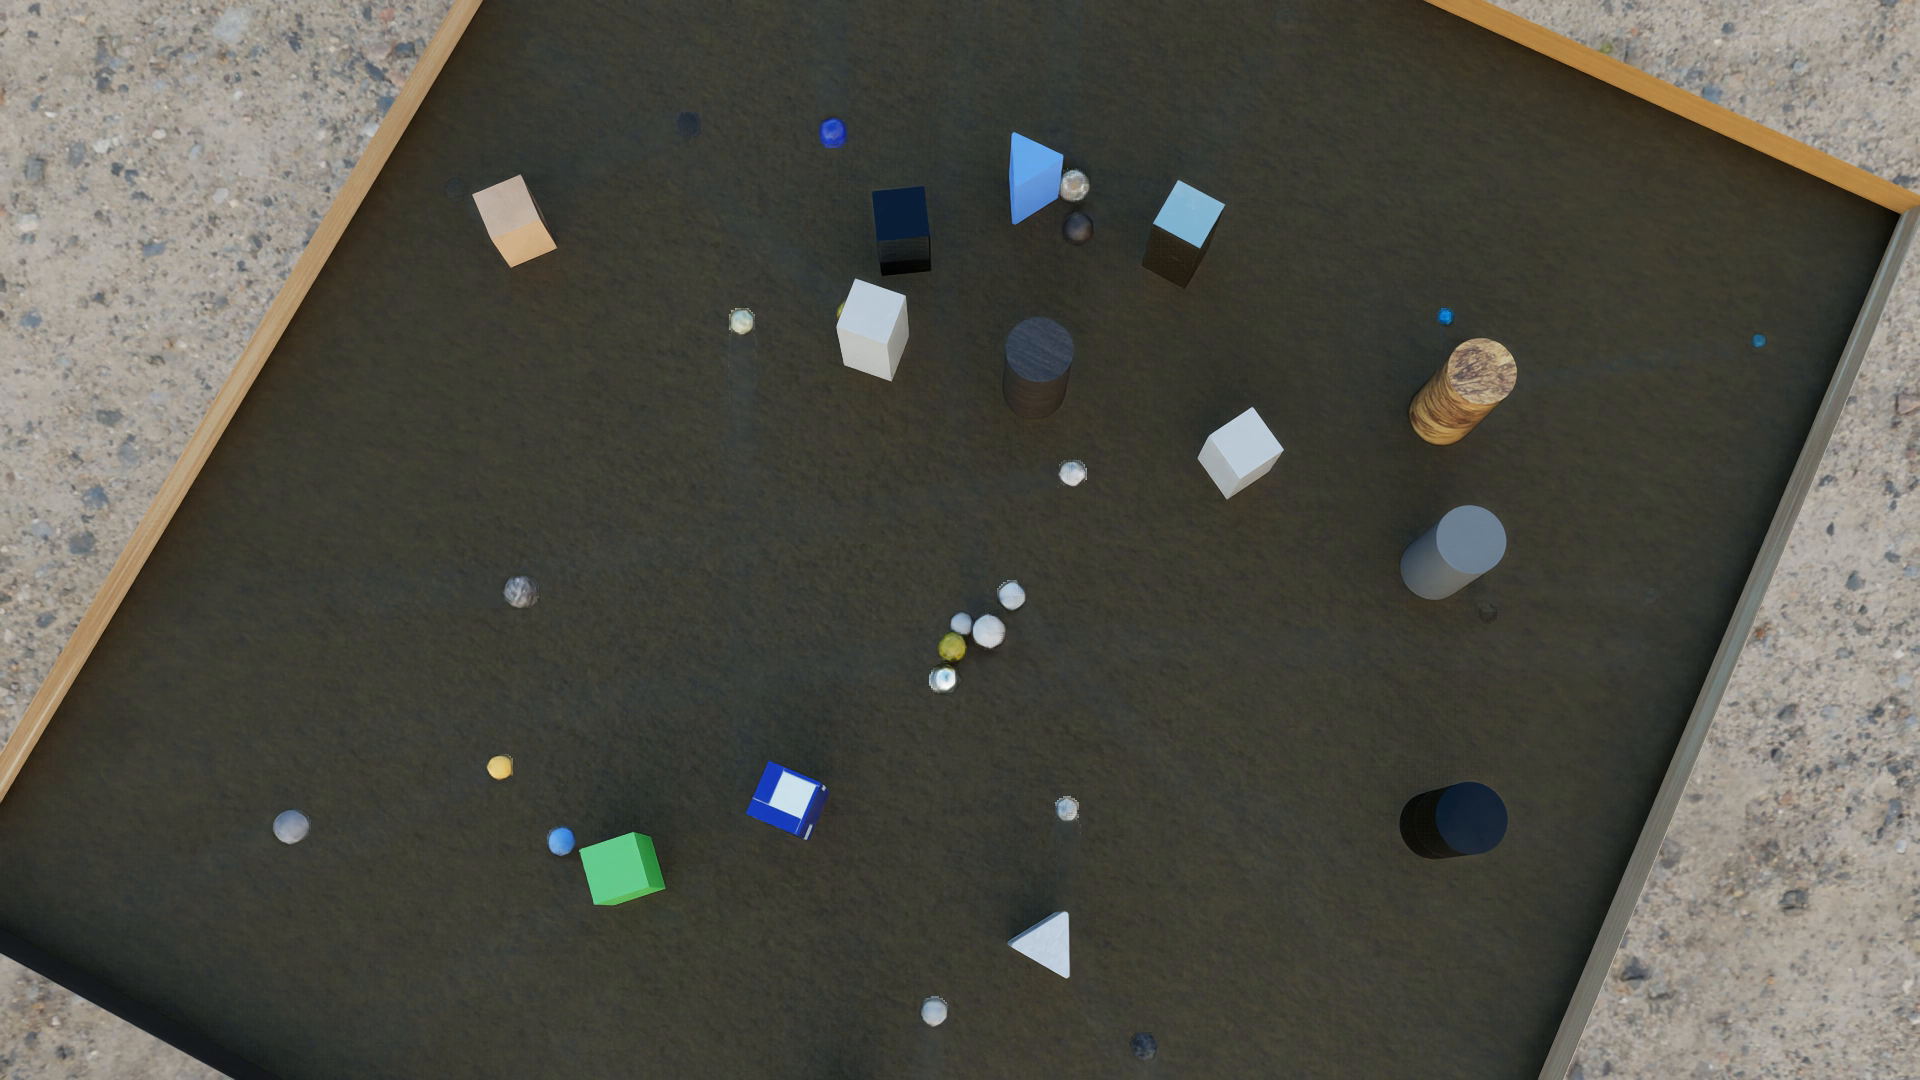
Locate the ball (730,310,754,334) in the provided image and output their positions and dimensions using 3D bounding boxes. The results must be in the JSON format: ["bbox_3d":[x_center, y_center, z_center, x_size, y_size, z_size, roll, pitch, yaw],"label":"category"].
[{"bbox_3d":[-0.680,-0.681,5.720,0.074,0.074,0.074,0,78,0],"label":"ball"}]

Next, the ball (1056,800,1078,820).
[{"bbox_3d":[0.317,0.798,5.419,0.063,0.063,0.063,0,78,0],"label":"ball"}]

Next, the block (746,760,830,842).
[{"bbox_3d":[-0.490,0.754,5.271,0.158,0.371,0.158,22,79,4],"label":"block"}]

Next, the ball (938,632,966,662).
[{"bbox_3d":[-0.025,0.322,5.506,0.087,0.087,0.087,0,78,0],"label":"ball"}]

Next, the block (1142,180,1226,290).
[{"bbox_3d":[0.681,-0.933,5.626,0.158,0.360,0.158,29,80,6],"label":"block"}]

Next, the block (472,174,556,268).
[{"bbox_3d":[-1.381,-0.989,5.695,0.158,0.247,0.158,-24,79,-5],"label":"block"}]

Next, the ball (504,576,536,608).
[{"bbox_3d":[-1.328,0.155,5.535,0.097,0.097,0.097,0,78,0],"label":"ball"}]

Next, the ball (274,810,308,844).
[{"bbox_3d":[-1.969,0.844,5.392,0.098,0.098,0.098,0,78,0],"label":"ball"}]

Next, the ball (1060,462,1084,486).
[{"bbox_3d":[0.344,-0.204,5.620,0.076,0.076,0.076,0,78,0],"label":"ball"}]

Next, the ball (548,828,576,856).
[{"bbox_3d":[-1.172,0.888,5.393,0.078,0.078,0.078,0,78,0],"label":"ball"}]

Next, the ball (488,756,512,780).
[{"bbox_3d":[-1.366,0.675,5.441,0.070,0.070,0.070,0,78,0],"label":"ball"}]

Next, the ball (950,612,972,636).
[{"bbox_3d":[0.004,0.254,5.529,0.069,0.069,0.069,0,78,0],"label":"ball"}]

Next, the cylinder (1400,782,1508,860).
[{"bbox_3d":[1.404,0.805,5.235,0.198,0.421,0.198,0,78,0],"label":"cylinder"}]

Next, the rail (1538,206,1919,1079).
[{"bbox_3d":[1.966,0.970,5.349,0.045,0.129,4.626,26,80,5],"label":"rail"}]

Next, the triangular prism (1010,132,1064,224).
[{"bbox_3d":[0.201,-1.142,5.694,0.172,0.312,0.149,-33,80,-6],"label":"triangular prism"}]

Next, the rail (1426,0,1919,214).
[{"bbox_3d":[1.024,-1.998,5.964,4.444,0.129,0.045,26,80,5],"label":"rail"}]

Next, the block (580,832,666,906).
[{"bbox_3d":[-0.967,0.947,5.269,0.158,0.296,0.158,-18,79,-4],"label":"block"}]

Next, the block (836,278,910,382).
[{"bbox_3d":[-0.261,-0.632,5.554,0.158,0.378,0.158,19,79,4],"label":"block"}]

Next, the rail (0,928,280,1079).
[{"bbox_3d":[-1.024,2.012,5.133,4.444,0.129,0.045,26,80,5],"label":"rail"}]

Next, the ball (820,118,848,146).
[{"bbox_3d":[-0.404,-1.301,5.840,0.090,0.090,0.090,0,78,0],"label":"ball"}]

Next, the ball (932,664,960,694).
[{"bbox_3d":[-0.042,0.417,5.486,0.087,0.087,0.087,0,78,0],"label":"ball"}]

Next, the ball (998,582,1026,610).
[{"bbox_3d":[0.158,0.170,5.540,0.081,0.081,0.081,0,78,0],"label":"ball"}]

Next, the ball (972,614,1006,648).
[{"bbox_3d":[0.087,0.275,5.509,0.099,0.099,0.099,0,78,0],"label":"ball"}]

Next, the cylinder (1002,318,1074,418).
[{"bbox_3d":[0.232,-0.513,5.520,0.198,0.397,0.198,0,78,0],"label":"cylinder"}]

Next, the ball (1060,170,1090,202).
[{"bbox_3d":[0.361,-1.120,5.798,0.099,0.099,0.099,0,78,0],"label":"ball"}]

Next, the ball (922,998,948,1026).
[{"bbox_3d":[-0.074,1.365,5.296,0.075,0.075,0.075,0,78,0],"label":"ball"}]

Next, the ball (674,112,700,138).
[{"bbox_3d":[-0.870,-1.326,5.850,0.080,0.080,0.080,0,78,0],"label":"ball"}]

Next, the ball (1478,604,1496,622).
[{"bbox_3d":[1.596,0.220,5.544,0.053,0.053,0.053,0,78,0],"label":"ball"}]

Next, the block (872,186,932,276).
[{"bbox_3d":[-0.178,-0.950,5.657,0.158,0.307,0.158,-6,78,-1],"label":"block"}]

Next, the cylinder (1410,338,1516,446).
[{"bbox_3d":[1.496,-0.437,5.472,0.198,0.461,0.198,0,78,0],"label":"cylinder"}]

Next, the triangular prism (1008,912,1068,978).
[{"bbox_3d":[0.250,1.110,5.135,0.172,0.494,0.149,29,80,6],"label":"triangular prism"}]

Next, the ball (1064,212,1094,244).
[{"bbox_3d":[0.373,-0.983,5.770,0.097,0.097,0.097,0,78,0],"label":"ball"}]

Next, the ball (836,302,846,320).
[{"bbox_3d":[-0.346,-0.707,5.715,0.075,0.075,0.075,0,78,0],"label":"ball"}]

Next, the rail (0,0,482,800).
[{"bbox_3d":[-1.966,-0.956,5.748,0.045,0.129,4.626,26,80,5],"label":"rail"}]

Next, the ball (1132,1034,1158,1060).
[{"bbox_3d":[0.532,1.459,5.276,0.076,0.076,0.076,0,78,0],"label":"ball"}]

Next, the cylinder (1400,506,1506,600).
[{"bbox_3d":[1.444,0.042,5.388,0.198,0.431,0.198,0,78,0],"label":"cylinder"}]

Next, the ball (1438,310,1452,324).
[{"bbox_3d":[1.521,-0.697,5.739,0.044,0.044,0.044,0,78,0],"label":"ball"}]

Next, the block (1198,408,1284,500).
[{"bbox_3d":[0.844,-0.259,5.532,0.158,0.271,0.158,-33,80,-6],"label":"block"}]
